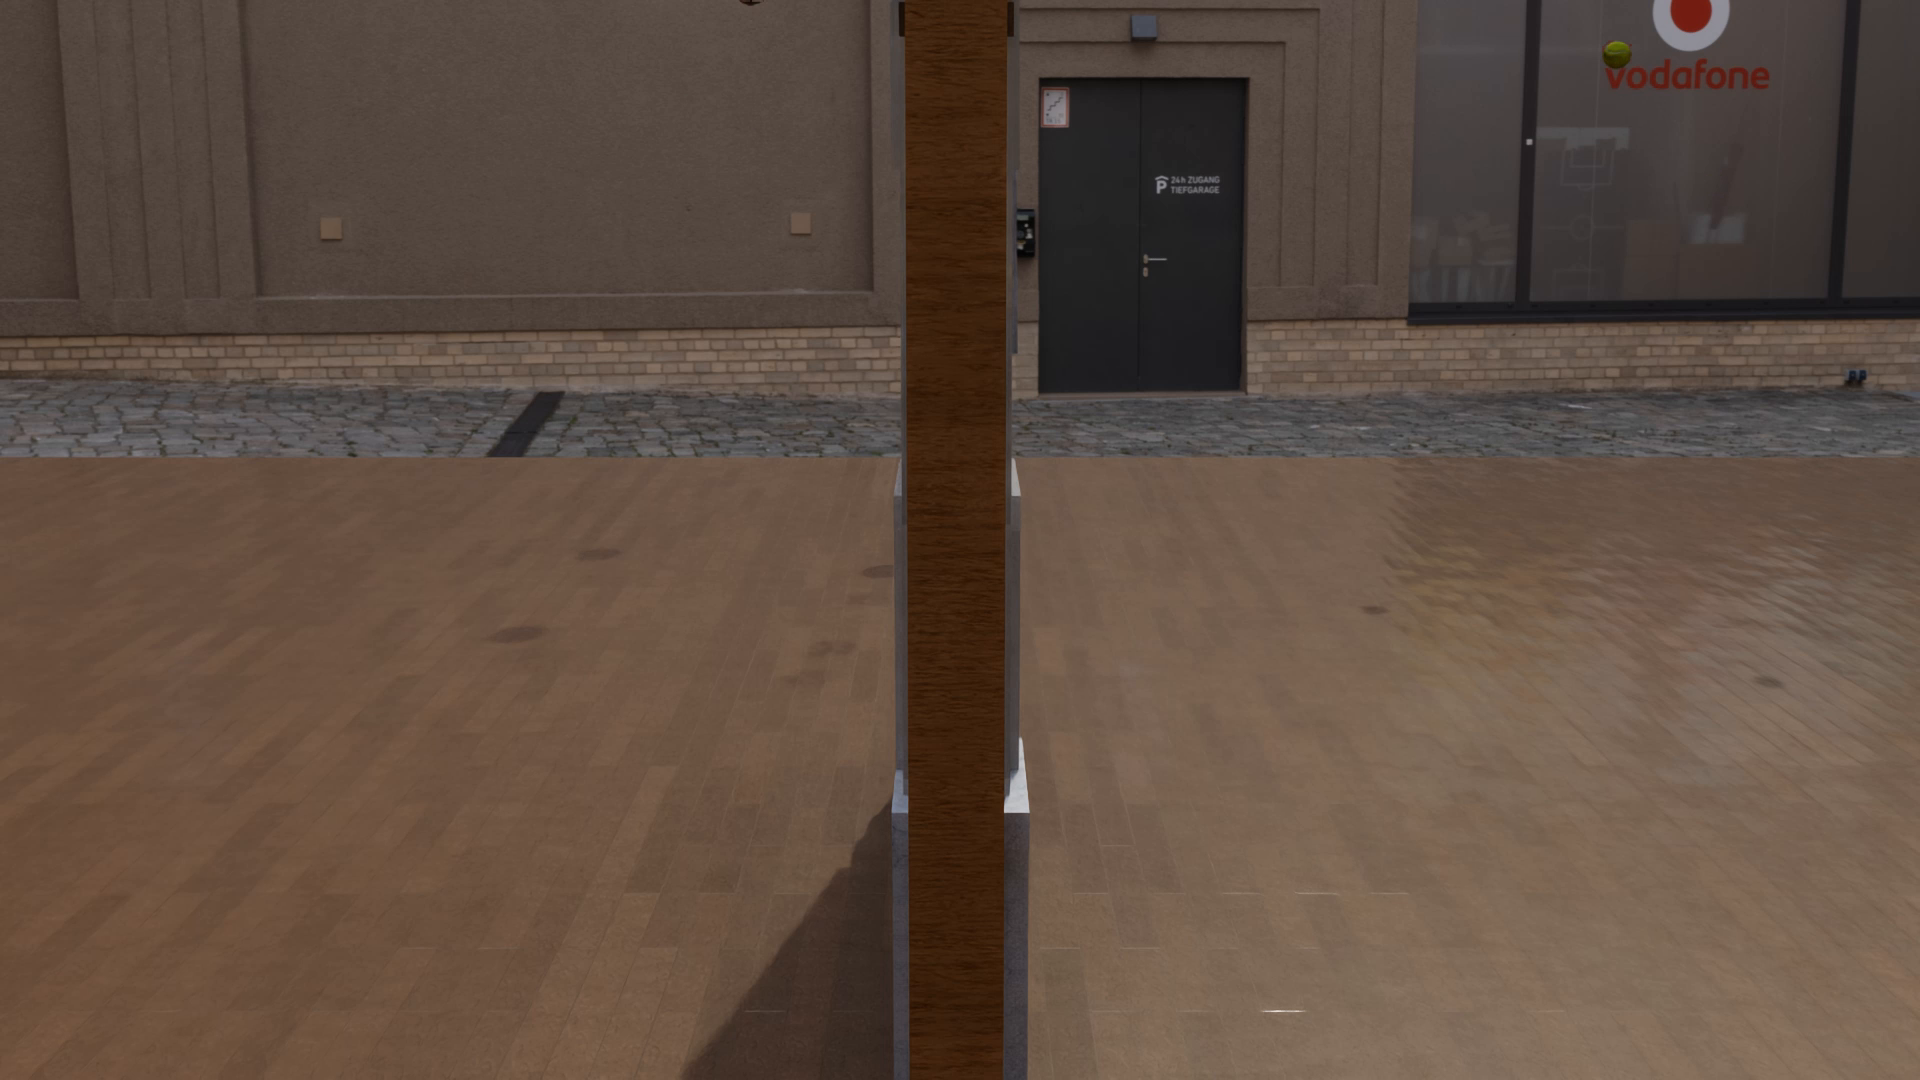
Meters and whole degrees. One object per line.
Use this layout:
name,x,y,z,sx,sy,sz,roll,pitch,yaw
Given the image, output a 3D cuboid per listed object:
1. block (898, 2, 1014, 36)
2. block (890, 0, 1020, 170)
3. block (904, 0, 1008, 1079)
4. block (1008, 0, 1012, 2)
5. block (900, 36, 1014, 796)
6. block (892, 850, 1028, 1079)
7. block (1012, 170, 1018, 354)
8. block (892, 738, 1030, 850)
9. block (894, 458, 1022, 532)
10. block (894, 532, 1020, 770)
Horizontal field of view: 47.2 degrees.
block,-0.005,-0.655,2.792,0.139,0.039,0.278,0,11,0
block,-0.007,-0.733,2.973,0.174,0.457,0.049,0,10,0
block,-0.004,-0.042,2.595,0.115,1.634,0.033,0,11,0
block,0.004,-0.778,2.699,0.118,0.237,0.034,0,10,0
block,-0.004,-0.145,2.793,0.139,0.963,0.039,0,11,0
block,0.001,0.557,2.887,0.175,0.351,0.050,0,11,0
block,-0.001,-0.506,3.337,0.173,0.443,0.049,0,10,1
block,0.001,0.338,2.966,0.175,0.050,0.351,0,11,0
block,-0.004,-0.065,3.043,0.167,0.047,0.334,0,11,0
block,-0.004,0.143,2.969,0.167,0.334,0.047,0,11,0
